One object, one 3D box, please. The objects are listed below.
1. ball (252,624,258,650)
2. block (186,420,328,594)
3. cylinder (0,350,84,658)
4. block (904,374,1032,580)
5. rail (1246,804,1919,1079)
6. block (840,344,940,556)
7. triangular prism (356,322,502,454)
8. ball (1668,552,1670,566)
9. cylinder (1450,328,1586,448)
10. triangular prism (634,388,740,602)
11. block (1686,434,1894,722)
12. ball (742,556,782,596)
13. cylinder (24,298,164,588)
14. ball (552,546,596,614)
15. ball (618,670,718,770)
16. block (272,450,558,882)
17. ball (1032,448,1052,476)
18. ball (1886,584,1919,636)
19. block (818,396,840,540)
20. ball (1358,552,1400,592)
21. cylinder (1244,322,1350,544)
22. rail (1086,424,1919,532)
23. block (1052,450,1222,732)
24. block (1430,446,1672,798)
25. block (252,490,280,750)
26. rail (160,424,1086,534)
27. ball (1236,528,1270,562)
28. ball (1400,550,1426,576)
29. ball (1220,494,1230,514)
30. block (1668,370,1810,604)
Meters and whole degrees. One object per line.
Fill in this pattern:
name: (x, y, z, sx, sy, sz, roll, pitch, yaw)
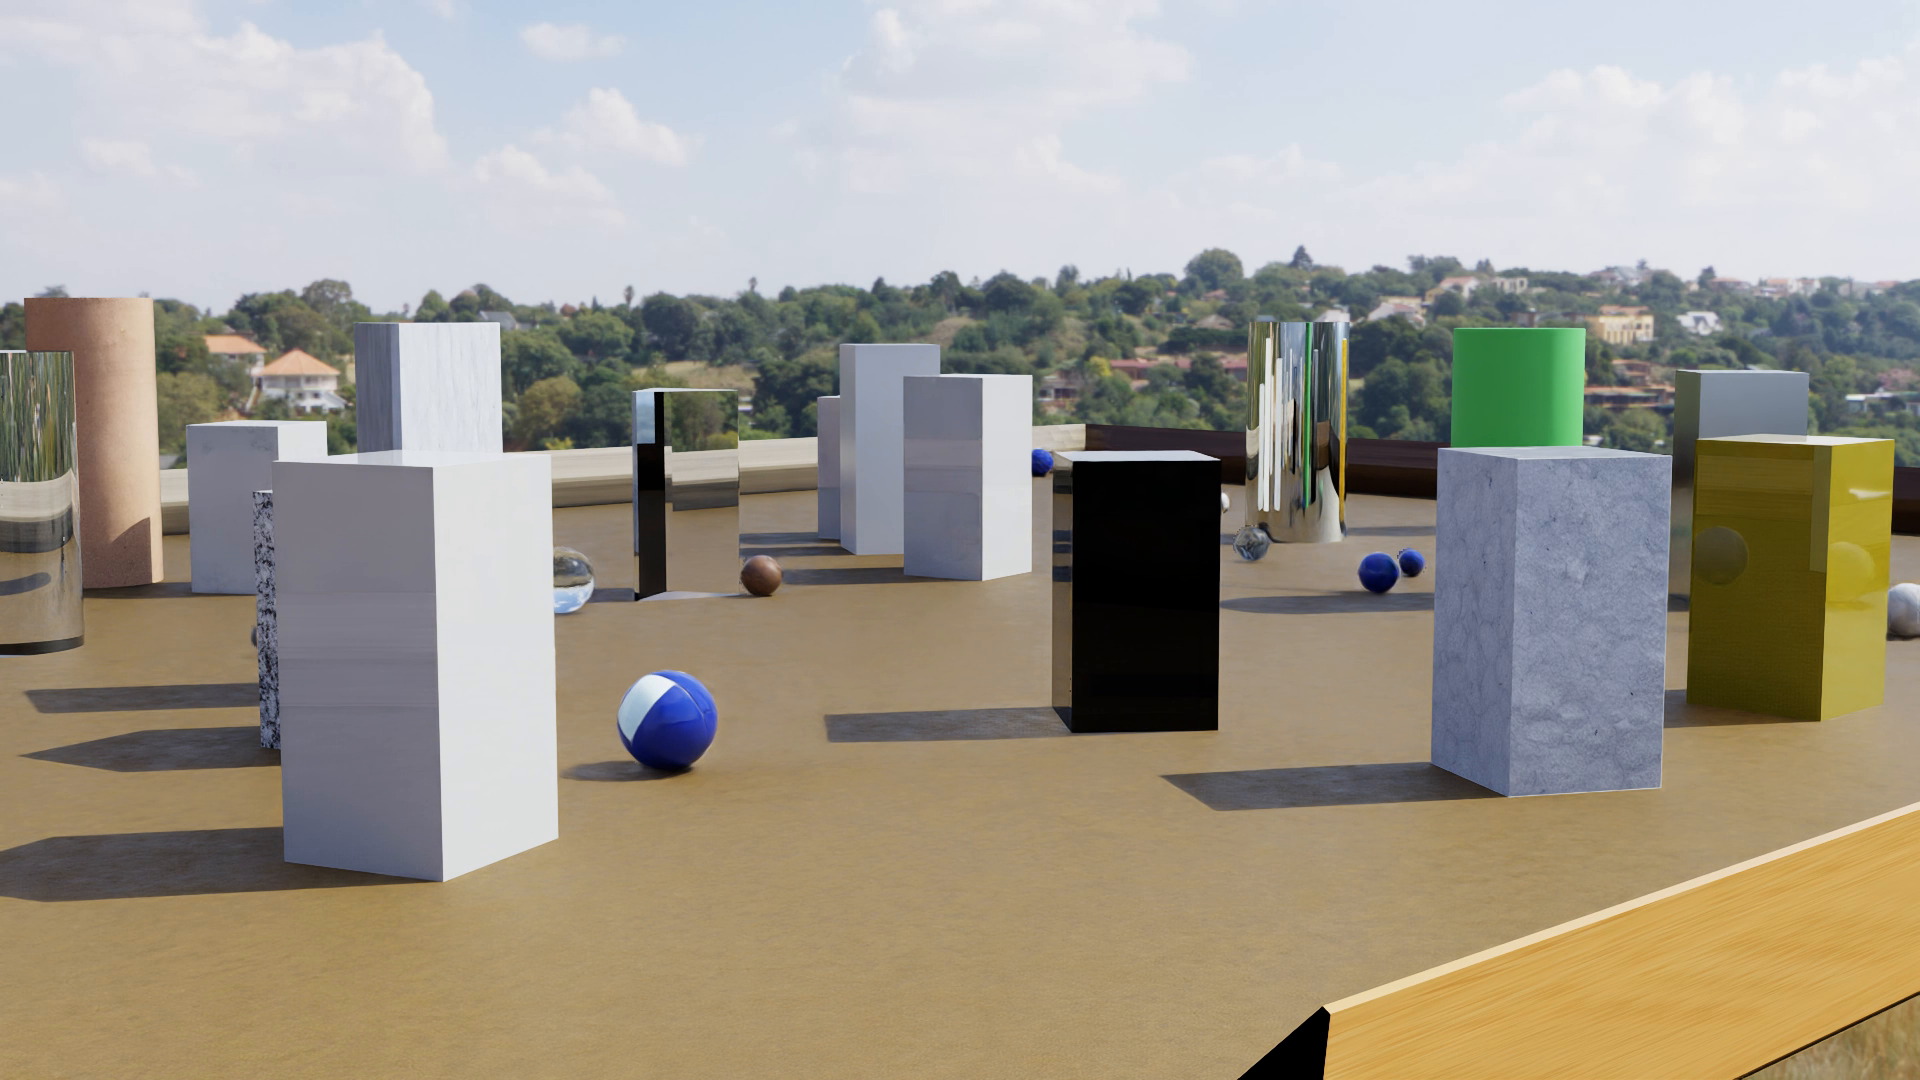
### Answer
ball: (-0.896, 0.126, 2.855, 0.045, 0.045, 0.045, 0, 6, 0)
block: (-1.122, -0.055, 3.524, 0.157, 0.265, 0.157, 1, 6, 11)
cylinder: (-1.266, -0.052, 2.898, 0.196, 0.390, 0.196, 0, 6, 0)
block: (0.014, -0.110, 3.717, 0.157, 0.335, 0.157, 4, 7, 33)
rail: (1.227, 0.171, 2.010, 4.332, 0.128, 0.045, -5, 8, -42)
block: (-0.131, -0.172, 4.083, 0.157, 0.381, 0.157, -1, 6, -14)
triangular prism: (-0.654, -0.041, 2.600, 0.147, 0.429, 0.170, 4, 7, 31)
ball: (1.227, 0.009, 3.808, 0.080, 0.080, 0.080, 0, 6, 0)
cylinder: (0.855, -0.116, 3.382, 0.196, 0.416, 0.196, 0, 6, 0)
triangular prism: (-0.453, -0.076, 3.462, 0.170, 0.321, 0.147, -3, 7, -26)
block: (0.937, 0.036, 2.482, 0.157, 0.300, 0.157, -6, 8, -44)
ball: (-0.310, 0.056, 3.437, 0.063, 0.063, 0.063, 0, 6, 0)
cylinder: (-1.417, -0.163, 3.603, 0.196, 0.464, 0.196, 0, 6, 0)
ball: (-0.587, 0.059, 3.236, 0.098, 0.098, 0.098, 0, 6, 0)
ball: (-0.284, 0.175, 2.134, 0.097, 0.097, 0.097, 0, 6, 0)
block: (-0.443, 0.095, 1.804, 0.157, 0.325, 0.157, 3, 7, 24)
ball: (0.212, -0.209, 5.907, 0.075, 0.075, 0.075, 0, 6, 0)
ball: (1.297, 0.096, 3.008, 0.073, 0.073, 0.073, 0, 6, 0)
block: (-0.171, -0.144, 4.324, 0.157, 0.276, 0.157, 3, 7, 29)
ball: (0.661, 0.051, 3.472, 0.065, 0.065, 0.065, 0, 6, 0)
cylinder: (0.657, -0.214, 4.290, 0.196, 0.421, 0.196, 0, 6, 0)
rail: (1.574, -0.118, 4.777, 0.045, 0.128, 3.665, -5, 8, -42)
block: (0.189, 0.052, 2.393, 0.157, 0.288, 0.157, -1, 6, -5)
block: (0.560, 0.071, 2.096, 0.157, 0.311, 0.157, -2, 6, -14)
block: (-0.608, 0.078, 2.266, 0.157, 0.262, 0.157, 3, 7, 30)
rail: (-1.227, -0.105, 4.654, 4.332, 0.128, 0.045, -5, 8, -42)
ball: (0.521, 0.008, 3.912, 0.060, 0.060, 0.060, 0, 6, 0)
ball: (0.761, 0.038, 3.702, 0.043, 0.043, 0.043, 0, 6, 0)
ball: (0.559, -0.079, 4.781, 0.052, 0.052, 0.052, 0, 6, 0)
block: (1.188, -0.082, 3.363, 0.157, 0.351, 0.157, 0, 6, 5)
